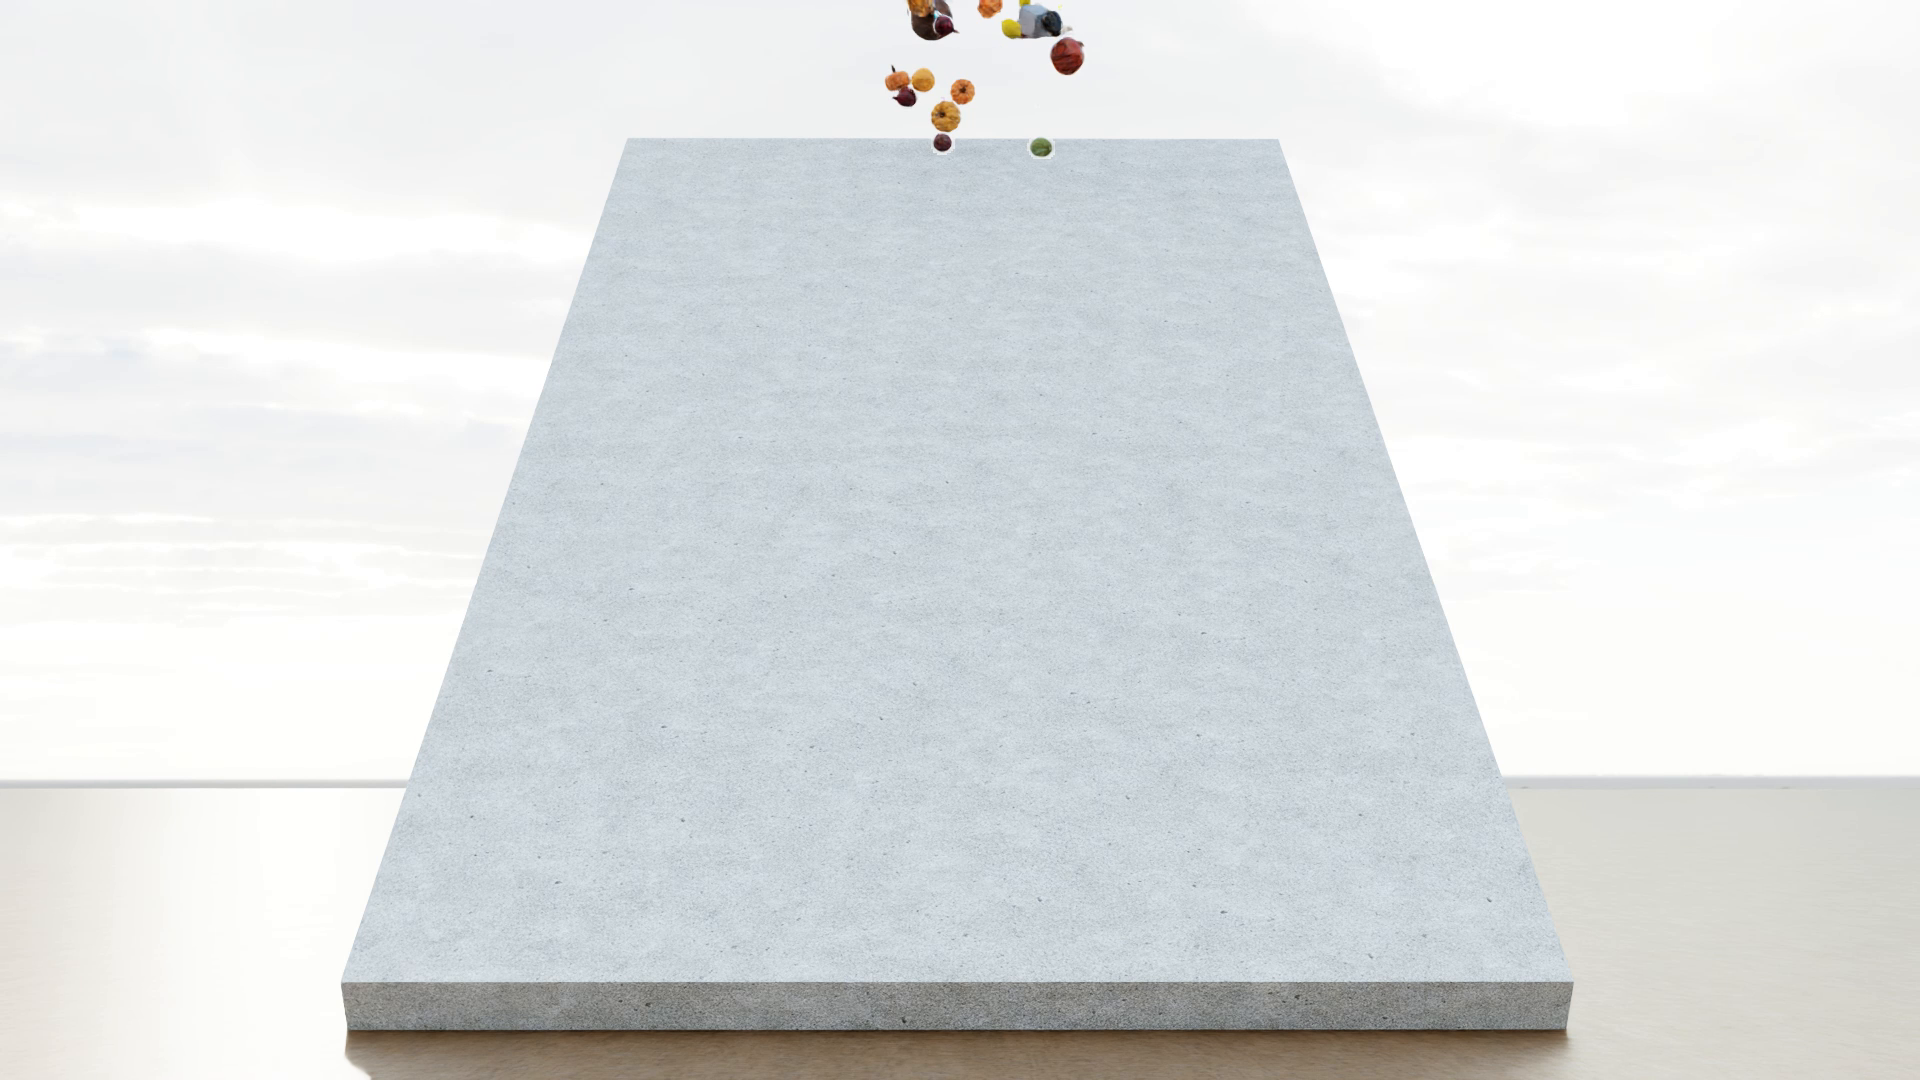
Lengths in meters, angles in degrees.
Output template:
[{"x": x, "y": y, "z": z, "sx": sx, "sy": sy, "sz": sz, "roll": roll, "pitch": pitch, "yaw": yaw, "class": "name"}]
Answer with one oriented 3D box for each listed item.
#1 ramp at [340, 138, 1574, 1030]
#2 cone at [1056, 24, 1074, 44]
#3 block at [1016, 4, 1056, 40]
[{"x": -0.012, "y": -0.216, "z": 5.665, "sx": 2.000, "sy": 0.100, "sz": 4.000, "roll": 0, "pitch": 29, "yaw": 0, "class": "ramp"}, {"x": 0.308, "y": -1.510, "z": 7.182, "sx": 0.057, "sy": 0.057, "sz": 0.057, "roll": -2, "pitch": 14, "yaw": 20, "class": "cone"}, {"x": 0.223, "y": -1.531, "z": 7.093, "sx": 0.074, "sy": 0.074, "sz": 0.074, "roll": -18, "pitch": 43, "yaw": -37, "class": "block"}]
